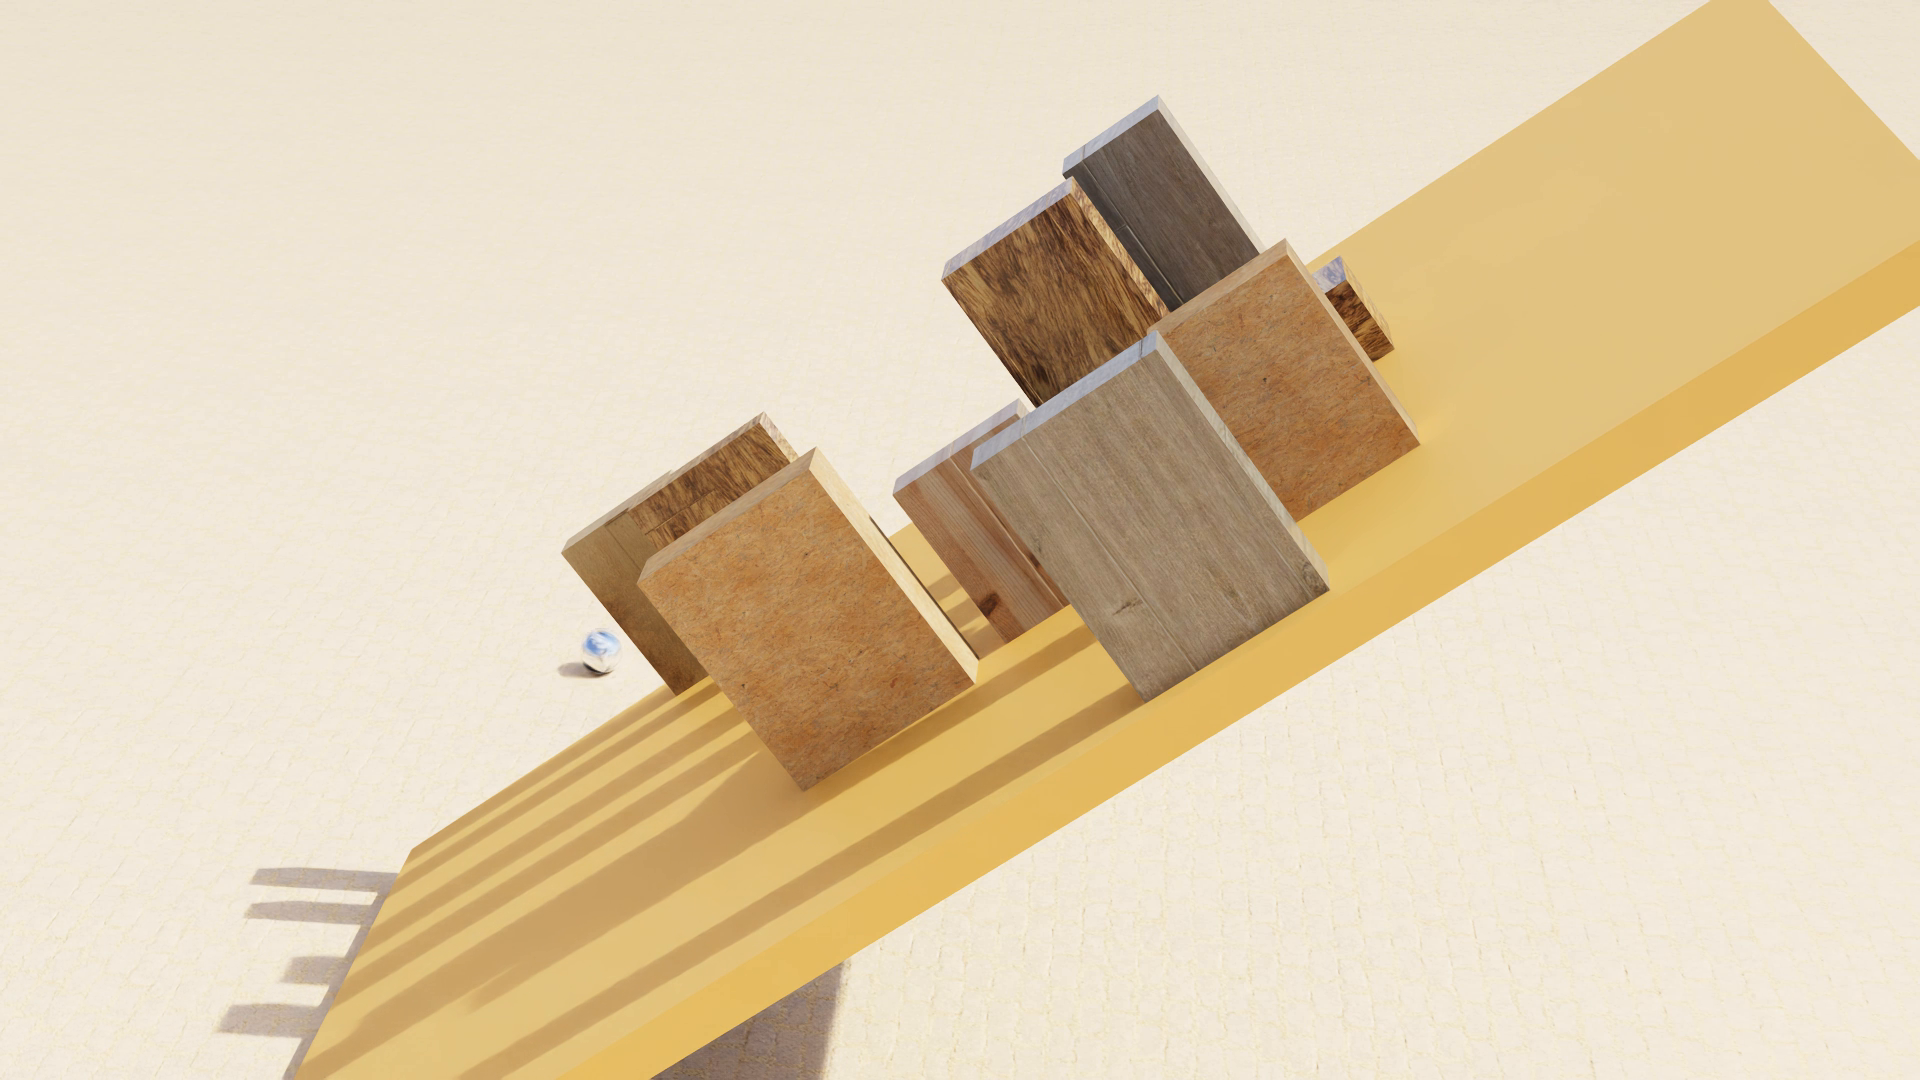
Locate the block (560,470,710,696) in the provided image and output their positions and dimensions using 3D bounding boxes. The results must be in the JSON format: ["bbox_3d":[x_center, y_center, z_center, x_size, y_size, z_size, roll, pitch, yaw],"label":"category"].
[{"bbox_3d":[-0.709,0.108,7.293,0.331,0.468,0.091,-33,16,15],"label":"block"}]

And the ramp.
[{"bbox_3d":[0.134,0.175,6.311,4.000,0.100,2.000,-33,16,15],"label":"ramp"}]

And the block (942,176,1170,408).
[{"bbox_3d":[0.291,-0.390,6.159,0.326,0.664,0.134,-33,16,15],"label":"block"}]

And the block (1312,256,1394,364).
[{"bbox_3d":[0.777,-0.450,6.168,0.182,0.182,0.182,-33,16,15],"label":"block"}]

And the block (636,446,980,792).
[{"bbox_3d":[-0.308,0.167,6.050,0.441,0.567,0.136,-33,16,15],"label":"block"}]

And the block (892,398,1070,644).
[{"bbox_3d":[0.108,-0.037,6.036,0.312,0.401,0.095,-33,16,15],"label":"block"}]

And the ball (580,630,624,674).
[{"bbox_3d":[-1.094,0.343,8.985,0.131,0.131,0.131,0,22,0],"label":"ball"}]

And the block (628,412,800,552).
[{"bbox_3d":[-0.480,0.006,7.022,0.398,0.500,0.083,-33,16,15],"label":"block"}]

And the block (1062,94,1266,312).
[{"bbox_3d":[0.510,-0.604,6.302,0.245,0.661,0.133,-33,16,15],"label":"block"}]

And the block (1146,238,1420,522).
[{"bbox_3d":[0.611,-0.291,5.564,0.314,0.452,0.111,-33,16,15],"label":"block"}]

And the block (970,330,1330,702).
[{"bbox_3d":[0.341,-0.037,5.249,0.396,0.545,0.112,-33,16,15],"label":"block"}]
